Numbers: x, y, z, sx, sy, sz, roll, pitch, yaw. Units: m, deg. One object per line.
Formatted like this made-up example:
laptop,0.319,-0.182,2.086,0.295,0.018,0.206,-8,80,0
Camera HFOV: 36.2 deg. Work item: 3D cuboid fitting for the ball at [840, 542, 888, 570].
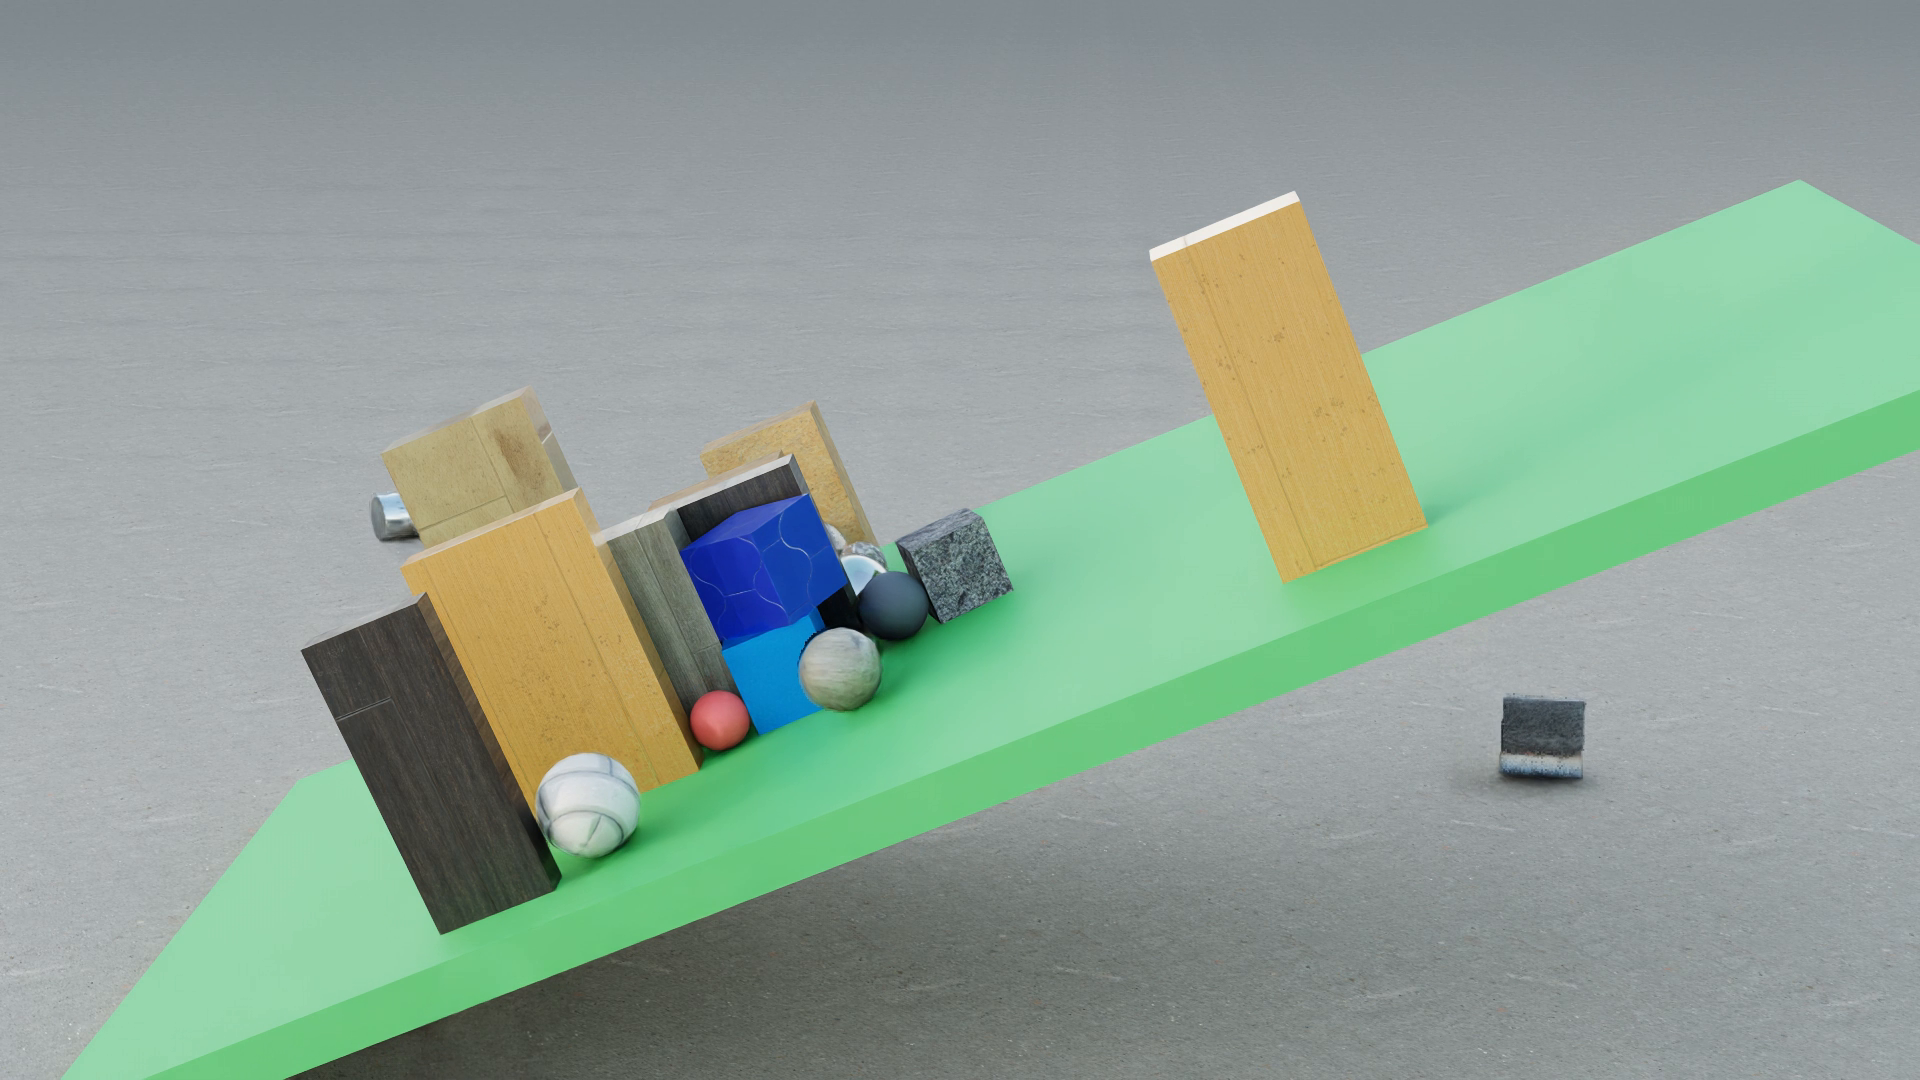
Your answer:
ball,-0.230,0.062,6.891,0.118,0.118,0.118,0,14,0

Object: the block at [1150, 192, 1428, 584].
block,0.617,-0.285,5.522,0.292,0.664,0.136,-22,12,8

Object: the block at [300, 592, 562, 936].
block,-1.002,0.427,5.593,0.243,0.615,0.081,-22,12,8

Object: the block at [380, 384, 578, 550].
block,-1.035,0.049,6.958,0.361,0.739,0.140,-22,12,8

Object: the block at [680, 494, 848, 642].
block,-0.407,0.057,6.108,0.208,0.208,0.208,-13,16,38

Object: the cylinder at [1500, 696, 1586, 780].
cylinder,1.548,0.524,7.813,0.210,0.210,0.210,3,15,12

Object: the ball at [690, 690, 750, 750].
ball,-0.495,0.372,6.058,0.124,0.124,0.124,0,14,0

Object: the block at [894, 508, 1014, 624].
block,-0.014,0.055,6.396,0.174,0.174,0.174,-25,12,-8

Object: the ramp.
ramp,0.128,0.172,6.287,4.000,0.100,2.000,-22,12,8

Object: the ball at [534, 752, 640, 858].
ball,-0.719,0.513,5.685,0.204,0.204,0.204,0,14,0

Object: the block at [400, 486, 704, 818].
block,-0.827,0.252,6.002,0.385,0.620,0.096,-22,12,8

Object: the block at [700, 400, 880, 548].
block,-0.407,-0.084,7.122,0.290,0.418,0.128,-22,12,8

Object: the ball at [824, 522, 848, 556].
ball,-0.358,0.049,6.984,0.200,0.200,0.200,0,14,0

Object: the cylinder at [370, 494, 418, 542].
cylinder,-1.956,-0.084,10.277,0.160,0.160,0.160,-8,16,-28

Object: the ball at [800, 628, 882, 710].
ball,-0.240,0.262,5.952,0.168,0.168,0.168,0,14,0

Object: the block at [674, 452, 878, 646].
block,-0.464,0.108,6.327,0.421,0.457,0.101,-22,12,8

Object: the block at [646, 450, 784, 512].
block,-0.465,0.060,6.600,0.318,0.428,0.108,-22,12,8

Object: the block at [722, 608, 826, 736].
block,-0.365,0.257,6.134,0.195,0.195,0.195,-23,12,3

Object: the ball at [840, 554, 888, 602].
ball,-0.232,0.125,6.469,0.185,0.185,0.185,0,14,0

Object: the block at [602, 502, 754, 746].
block,-0.714,0.233,6.205,0.434,0.480,0.146,-22,12,8

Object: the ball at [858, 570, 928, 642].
ball,-0.142,0.142,6.317,0.151,0.151,0.151,0,14,0
